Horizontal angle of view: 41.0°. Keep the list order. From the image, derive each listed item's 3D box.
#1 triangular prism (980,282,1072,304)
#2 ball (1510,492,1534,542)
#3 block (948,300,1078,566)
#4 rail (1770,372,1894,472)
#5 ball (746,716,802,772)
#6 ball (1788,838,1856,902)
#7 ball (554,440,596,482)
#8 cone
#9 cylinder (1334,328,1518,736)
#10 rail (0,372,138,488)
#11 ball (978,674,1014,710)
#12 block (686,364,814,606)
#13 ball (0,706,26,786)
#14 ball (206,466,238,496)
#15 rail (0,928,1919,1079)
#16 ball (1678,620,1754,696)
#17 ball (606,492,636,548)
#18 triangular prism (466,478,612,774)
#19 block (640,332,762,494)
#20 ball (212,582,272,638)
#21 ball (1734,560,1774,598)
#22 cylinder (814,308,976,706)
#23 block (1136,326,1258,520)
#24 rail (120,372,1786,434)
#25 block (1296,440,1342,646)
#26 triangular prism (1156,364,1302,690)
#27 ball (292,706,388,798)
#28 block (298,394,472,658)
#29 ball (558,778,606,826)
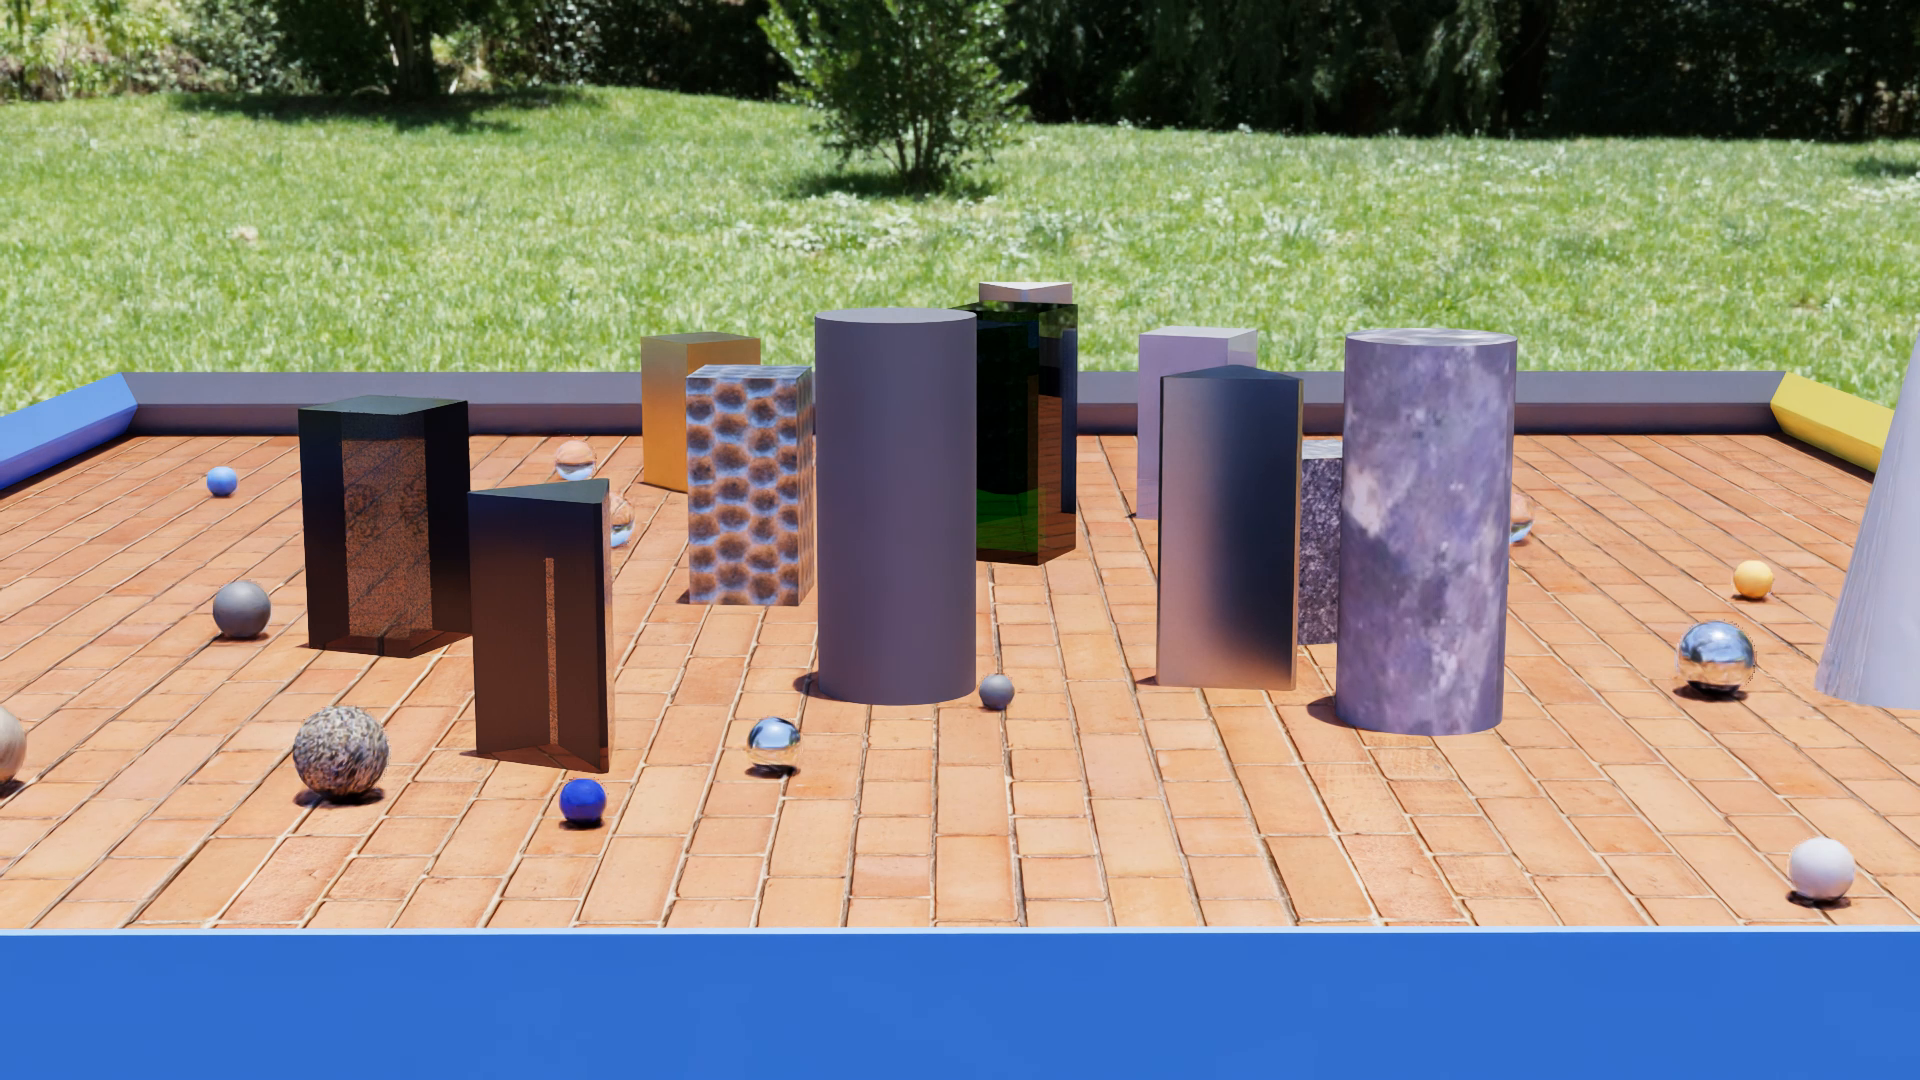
[{"bbox_3d":[0.093,-0.275,4.482,0.140,0.345,0.161,7,12,32],"label":"triangular prism"},{"bbox_3d":[0.838,-0.035,3.925,0.078,0.078,0.078,0,11,0],"label":"ball"},{"bbox_3d":[0.077,-0.162,3.809,0.149,0.370,0.149,5,12,24],"label":"block"},{"bbox_3d":[1.623,0.029,3.459,0.045,0.121,3.309,0,11,0],"label":"rail"},{"bbox_3d":[-0.193,0.212,2.658,0.058,0.058,0.058,0,11,0],"label":"ball"},{"bbox_3d":[0.757,0.289,2.251,0.056,0.056,0.056,0,11,0],"label":"ball"},{"bbox_3d":[-0.675,-0.139,4.496,0.072,0.072,0.072,0,11,0],"label":"ball"},{"bbox_3d":[1.098,-0.037,2.969,0.186,0.435,0.186,0,11,0],"label":"cone"},{"bbox_3d":[0.517,-0.013,2.857,0.186,0.428,0.186,0,11,0],"label":"cylinder"},{"bbox_3d":[-1.623,0.033,3.440,0.045,0.121,3.309,0,11,0],"label":"rail"},{"bbox_3d":[0.042,0.172,2.917,0.041,0.041,0.041,0,11,0],"label":"ball"},{"bbox_3d":[-0.286,-0.077,3.520,0.149,0.310,0.149,1,11,5],"label":"block"},{"bbox_3d":[-0.989,0.208,2.586,0.092,0.092,0.092,0,11,0],"label":"ball"},{"bbox_3d":[-1.249,-0.099,4.342,0.052,0.052,0.052,0,11,0],"label":"ball"},{"bbox_3d":[0.009,0.331,1.847,3.293,0.121,0.045,0,11,0],"label":"rail"},{"bbox_3d":[0.879,0.137,2.983,0.086,0.086,0.086,0,11,0],"label":"ball"},{"bbox_3d":[-0.534,-0.031,3.889,0.084,0.084,0.084,0,11,0],"label":"ball"},{"bbox_3d":[-0.411,0.084,2.726,0.161,0.284,0.140,5,12,25],"label":"triangular prism"},{"bbox_3d":[-0.448,-0.223,4.447,0.149,0.257,0.149,-8,13,-38],"label":"block"},{"bbox_3d":[-0.917,0.089,3.277,0.073,0.073,0.073,0,11,0],"label":"ball"},{"bbox_3d":[1.088,0.054,3.517,0.053,0.053,0.053,0,11,0],"label":"ball"},{"bbox_3d":[-0.074,-0.043,2.986,0.186,0.439,0.186,0,11,0],"label":"cylinder"},{"bbox_3d":[0.383,-0.188,4.144,0.149,0.298,0.149,5,12,24],"label":"block"},{"bbox_3d":[-0.009,-0.268,5.052,3.293,0.121,0.045,0,11,0],"label":"rail"},{"bbox_3d":[0.436,0.002,3.295,0.149,0.238,0.149,-3,11,-13],"label":"block"},{"bbox_3d":[0.322,-0.019,3.054,0.161,0.366,0.140,2,11,8],"label":"triangular prism"},{"bbox_3d":[-0.619,0.212,2.564,0.093,0.093,0.093,0,11,0],"label":"ball"},{"bbox_3d":[-0.720,-0.020,3.233,0.149,0.303,0.149,4,11,22],"label":"block"},{"bbox_3d":[-0.364,0.252,2.475,0.046,0.046,0.046,0,11,0],"label":"ball"}]
